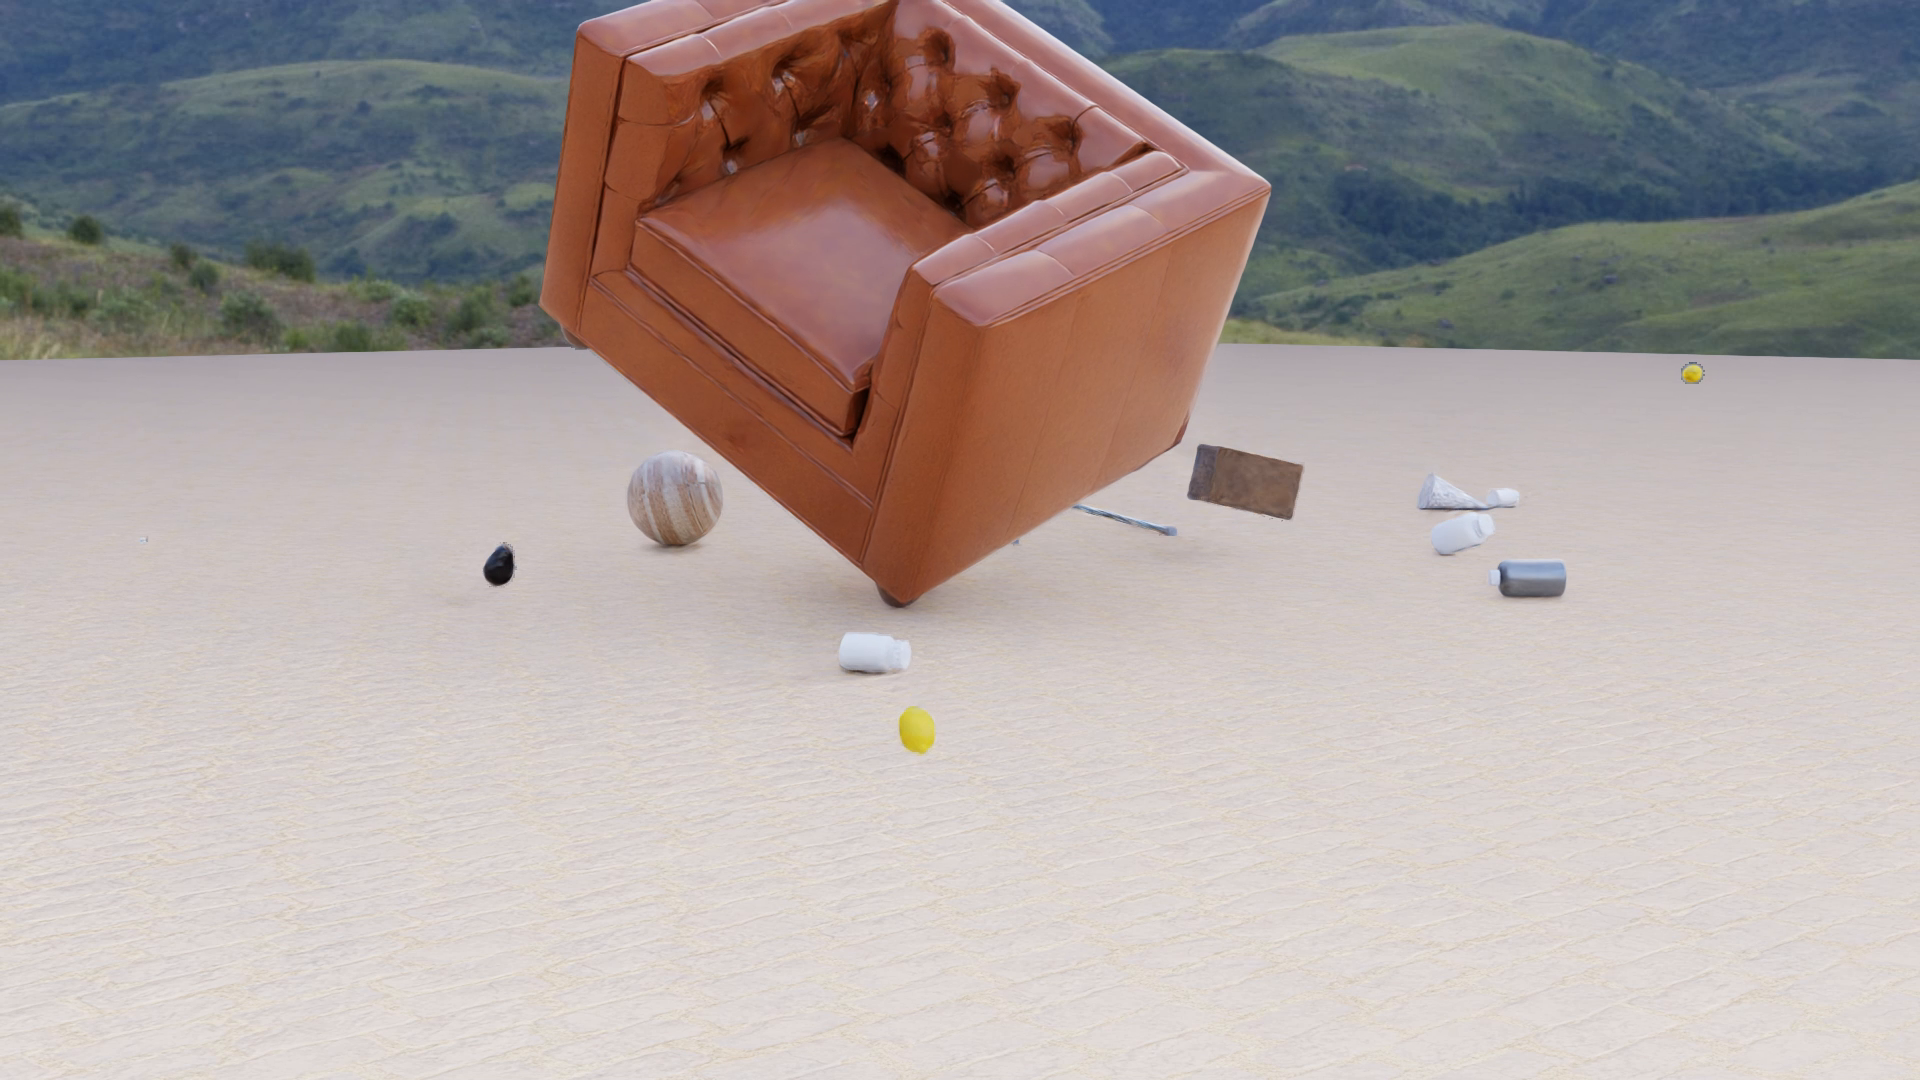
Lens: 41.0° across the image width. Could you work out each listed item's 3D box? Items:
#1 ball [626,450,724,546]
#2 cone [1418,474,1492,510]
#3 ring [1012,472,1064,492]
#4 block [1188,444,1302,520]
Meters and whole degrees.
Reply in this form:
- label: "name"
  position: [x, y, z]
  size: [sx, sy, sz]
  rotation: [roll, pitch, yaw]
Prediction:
- label: "ball"
  position: [-0.695, -0.102, 6.258]
  size: [0.234, 0.234, 0.234]
  rotation: [0, 6, 0]
- label: "cone"
  position: [1.409, -0.112, 7.237]
  size: [0.201, 0.104, 0.140]
  rotation: [15, -16, -6]
- label: "ring"
  position: [0.241, -0.178, 7.898]
  size: [0.161, 0.050, 0.283]
  rotation: [-2, 7, -6]
- label: "block"
  position: [0.683, -0.139, 6.157]
  size: [0.218, 0.135, 0.143]
  rotation: [12, 1, -16]
